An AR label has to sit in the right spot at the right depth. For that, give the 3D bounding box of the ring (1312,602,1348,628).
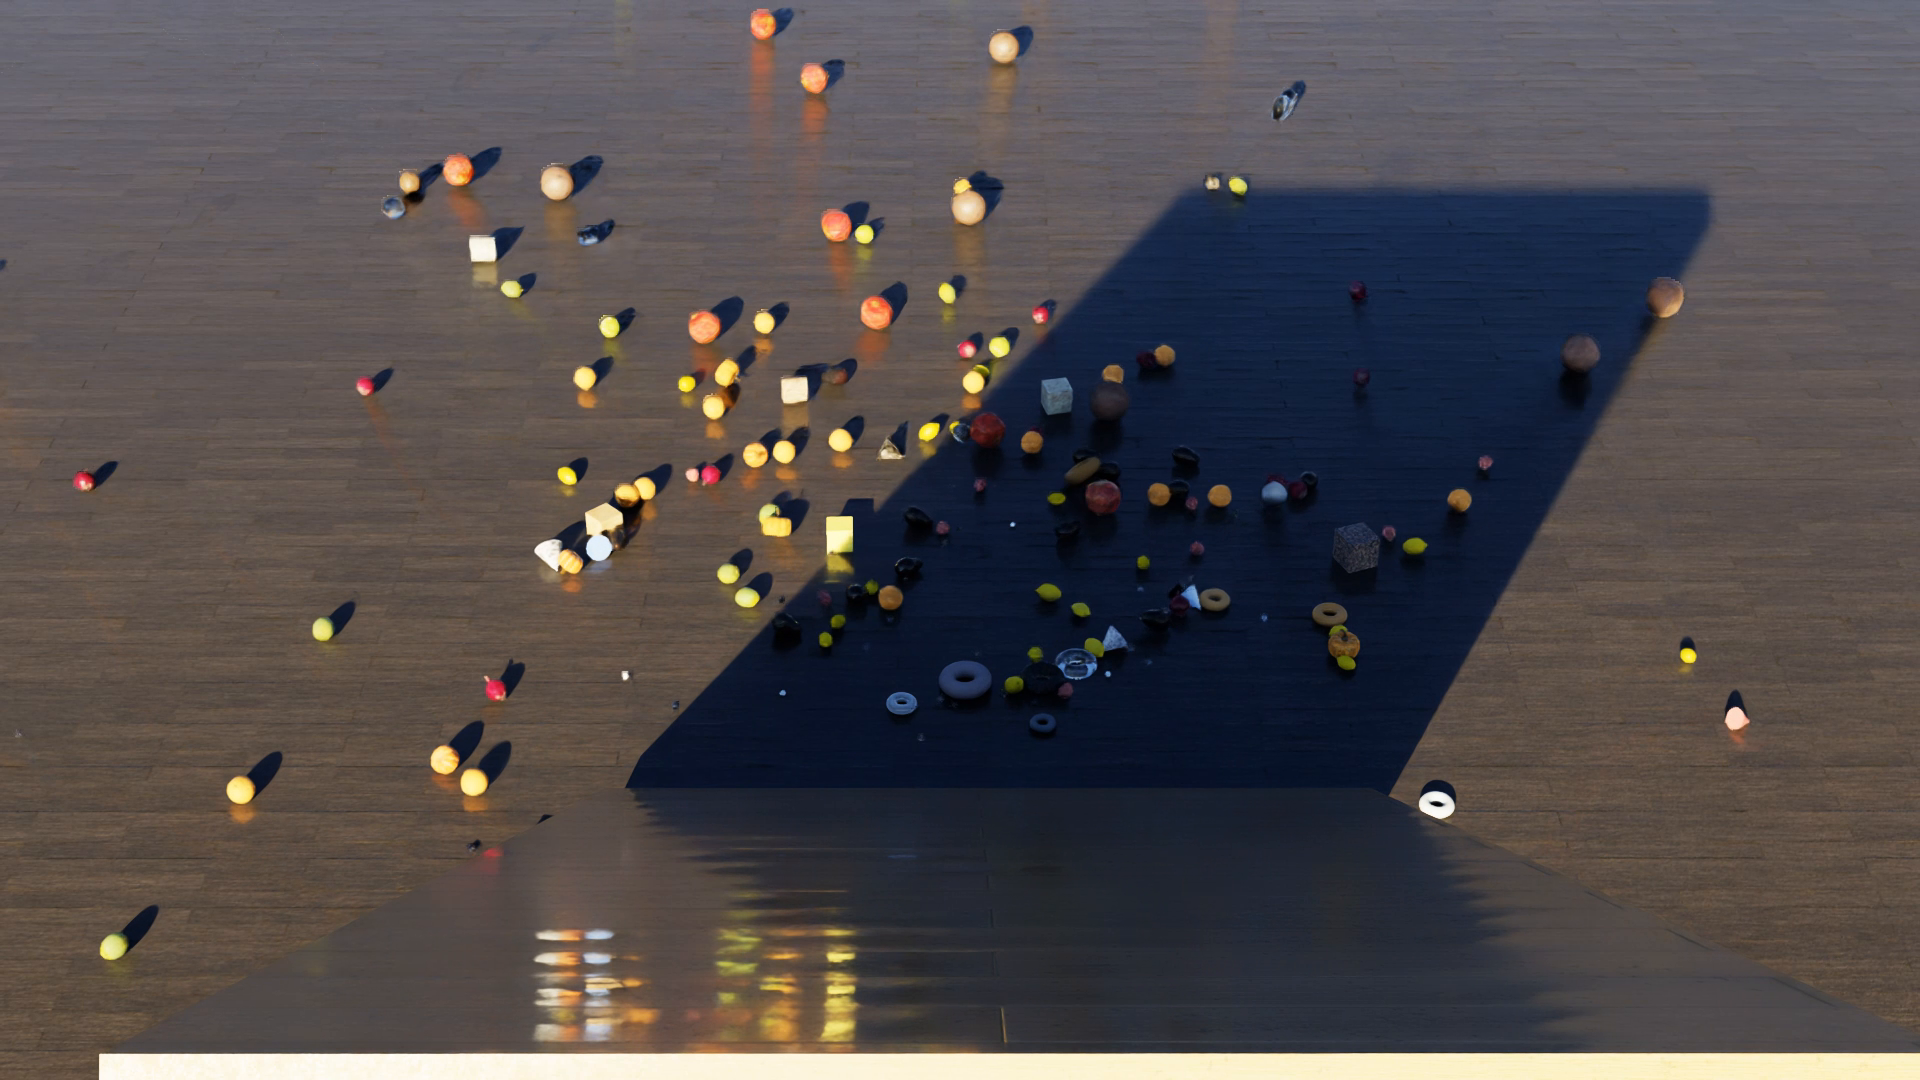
[{"bbox_3d":[1.075,0.218,7.546,0.103,0.034,0.103,-1,34,1],"label":"ring"}]

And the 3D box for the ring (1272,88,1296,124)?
[{"bbox_3d":[1.293,-1.734,10.359,0.048,0.145,0.145,23,40,30],"label":"ring"}]

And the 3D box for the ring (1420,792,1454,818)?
[{"bbox_3d":[1.256,0.697,6.835,0.094,0.031,0.094,0,35,0],"label":"ring"}]

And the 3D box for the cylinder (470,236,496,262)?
[{"bbox_3d":[-1.724,-1.053,9.393,0.086,0.086,0.086,-4,34,-5],"label":"cylinder"}]

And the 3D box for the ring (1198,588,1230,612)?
[{"bbox_3d":[0.747,0.175,7.612,0.094,0.031,0.094,1,35,-1],"label":"ring"}]

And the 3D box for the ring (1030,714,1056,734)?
[{"bbox_3d":[0.228,0.504,7.128,0.075,0.025,0.075,0,35,0],"label":"ring"}]

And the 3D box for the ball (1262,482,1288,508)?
[{"bbox_3d":[0.973,-0.140,8.039,0.080,0.080,0.080,0,34,0],"label":"ball"}]

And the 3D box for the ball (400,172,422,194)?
[{"bbox_3d":[-2.085,-1.357,9.848,0.086,0.086,0.086,0,34,0],"label":"ball"}]

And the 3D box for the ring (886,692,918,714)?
[{"bbox_3d":[-0.162,0.453,7.200,0.086,0.029,0.086,1,33,-1],"label":"ring"}]

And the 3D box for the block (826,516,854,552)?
[{"bbox_3d":[-0.363,-0.017,7.857,0.077,0.077,0.077,-1,34,-2],"label":"block"}]

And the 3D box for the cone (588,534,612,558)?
[{"bbox_3d":[-1.101,0.021,7.839,0.077,0.077,0.077,-20,5,-27],"label":"cone"}]

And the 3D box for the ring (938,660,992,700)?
[{"bbox_3d":[0.015,0.393,7.272,0.150,0.050,0.150,-1,34,1],"label":"ring"}]

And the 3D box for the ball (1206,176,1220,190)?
[{"bbox_3d":[0.963,-1.358,9.879,0.052,0.052,0.052,0,34,0],"label":"ball"}]

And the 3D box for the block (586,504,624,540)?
[{"bbox_3d":[-1.082,-0.050,7.905,0.079,0.079,0.079,-28,43,-35],"label":"block"}]

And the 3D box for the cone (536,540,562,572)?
[{"bbox_3d":[-1.219,0.059,7.778,0.086,0.086,0.086,-14,63,-19],"label":"cone"}]

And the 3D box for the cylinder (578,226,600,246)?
[{"bbox_3d":[-1.359,-1.112,9.503,0.060,0.060,0.060,-20,39,-27],"label":"cylinder"}]

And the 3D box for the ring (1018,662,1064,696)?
[{"bbox_3d":[0.230,0.390,7.282,0.131,0.044,0.131,0,35,0],"label":"ring"}]

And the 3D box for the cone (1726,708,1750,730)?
[{"bbox_3d":[2.152,0.496,7.137,0.062,0.062,0.062,12,25,-32],"label":"cone"}]

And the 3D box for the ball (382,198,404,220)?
[{"bbox_3d":[-2.111,-1.237,9.673,0.081,0.081,0.081,0,34,0],"label":"ball"}]

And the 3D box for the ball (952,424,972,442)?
[{"bbox_3d":[0.007,-0.345,8.361,0.060,0.060,0.060,0,34,0],"label":"ball"}]

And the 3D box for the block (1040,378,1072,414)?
[{"bbox_3d":[0.318,-0.473,8.531,0.084,0.084,0.084,-7,35,-11],"label":"block"}]

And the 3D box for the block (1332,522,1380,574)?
[{"bbox_3d":[1.188,0.023,7.779,0.099,0.099,0.099,-14,36,-19],"label":"block"}]

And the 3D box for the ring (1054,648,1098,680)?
[{"bbox_3d":[0.328,0.350,7.344,0.123,0.041,0.123,-1,33,0],"label":"ring"}]

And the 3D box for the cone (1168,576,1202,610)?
[{"bbox_3d":[0.677,0.171,7.608,0.096,0.096,0.096,-28,70,-35],"label":"cone"}]

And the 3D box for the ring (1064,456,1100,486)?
[{"bbox_3d":[0.384,-0.215,8.133,0.130,0.043,0.130,-34,9,6],"label":"ring"}]

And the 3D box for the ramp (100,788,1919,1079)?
[{"bbox_3d":[0.075,0.651,4.787,2.000,0.100,4.000,0,-1,0],"label":"ramp"}]
